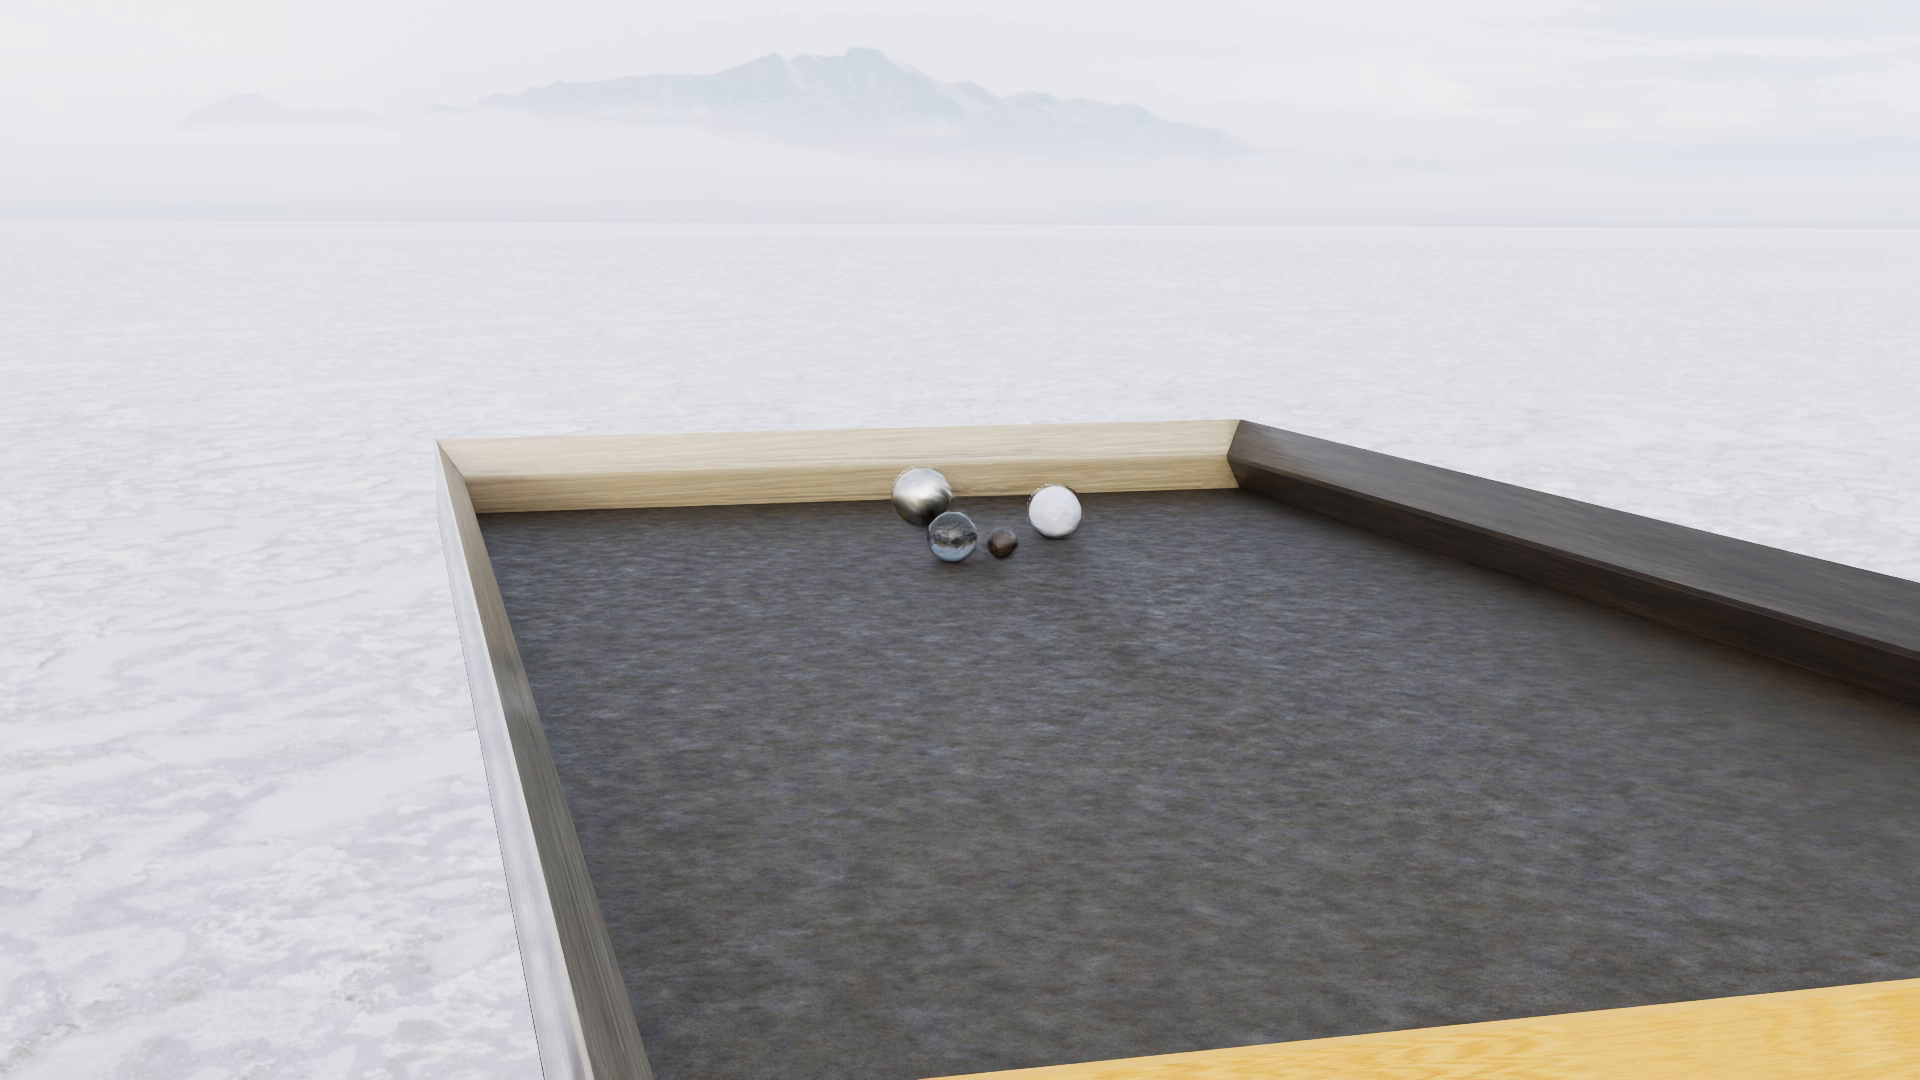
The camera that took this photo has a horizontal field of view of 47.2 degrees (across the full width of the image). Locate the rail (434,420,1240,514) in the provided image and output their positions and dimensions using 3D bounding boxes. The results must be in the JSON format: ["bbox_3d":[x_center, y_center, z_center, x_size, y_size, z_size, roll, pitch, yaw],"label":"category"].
[{"bbox_3d":[-0.183,-0.135,3.999,1.500,0.130,0.045,-2,9,-14],"label":"rail"}]

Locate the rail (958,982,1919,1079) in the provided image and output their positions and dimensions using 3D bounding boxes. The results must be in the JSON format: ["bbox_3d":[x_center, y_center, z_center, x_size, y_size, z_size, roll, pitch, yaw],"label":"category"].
[{"bbox_3d":[0.560,0.286,1.183,1.500,0.130,0.045,-2,9,-14],"label":"rail"}]

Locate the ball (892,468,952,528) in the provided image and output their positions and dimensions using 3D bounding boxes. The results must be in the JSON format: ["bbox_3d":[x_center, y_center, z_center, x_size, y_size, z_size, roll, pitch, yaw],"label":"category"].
[{"bbox_3d":[-0.063,-0.072,3.684,0.100,0.100,0.100,0,8,0],"label":"ball"}]

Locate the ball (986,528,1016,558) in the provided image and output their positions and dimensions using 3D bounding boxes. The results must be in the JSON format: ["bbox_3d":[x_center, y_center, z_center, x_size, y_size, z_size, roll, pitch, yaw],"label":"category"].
[{"bbox_3d":[0.064,0.004,3.364,0.045,0.045,0.045,0,8,0],"label":"ball"}]

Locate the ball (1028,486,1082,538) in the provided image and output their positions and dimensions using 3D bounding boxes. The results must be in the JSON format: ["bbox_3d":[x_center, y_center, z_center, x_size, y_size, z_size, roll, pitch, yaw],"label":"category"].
[{"bbox_3d":[0.154,-0.045,3.560,0.085,0.085,0.085,0,8,0],"label":"ball"}]

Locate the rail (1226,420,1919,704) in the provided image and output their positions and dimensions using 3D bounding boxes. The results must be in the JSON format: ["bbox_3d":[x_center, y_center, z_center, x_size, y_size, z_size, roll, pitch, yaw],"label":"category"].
[{"bbox_3d":[0.891,0.048,2.772,0.045,0.130,2.990,-2,9,-14],"label":"rail"}]

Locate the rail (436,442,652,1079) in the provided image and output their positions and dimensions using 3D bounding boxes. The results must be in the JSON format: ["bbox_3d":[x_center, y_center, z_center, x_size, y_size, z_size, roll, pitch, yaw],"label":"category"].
[{"bbox_3d":[-0.514,0.103,2.410,0.045,0.130,2.990,-2,9,-14],"label":"rail"}]

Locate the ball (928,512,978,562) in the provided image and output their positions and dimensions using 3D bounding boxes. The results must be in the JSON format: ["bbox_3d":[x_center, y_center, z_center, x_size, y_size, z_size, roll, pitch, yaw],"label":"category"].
[{"bbox_3d":[-0.012,-0.005,3.320,0.076,0.076,0.076,0,8,0],"label":"ball"}]
